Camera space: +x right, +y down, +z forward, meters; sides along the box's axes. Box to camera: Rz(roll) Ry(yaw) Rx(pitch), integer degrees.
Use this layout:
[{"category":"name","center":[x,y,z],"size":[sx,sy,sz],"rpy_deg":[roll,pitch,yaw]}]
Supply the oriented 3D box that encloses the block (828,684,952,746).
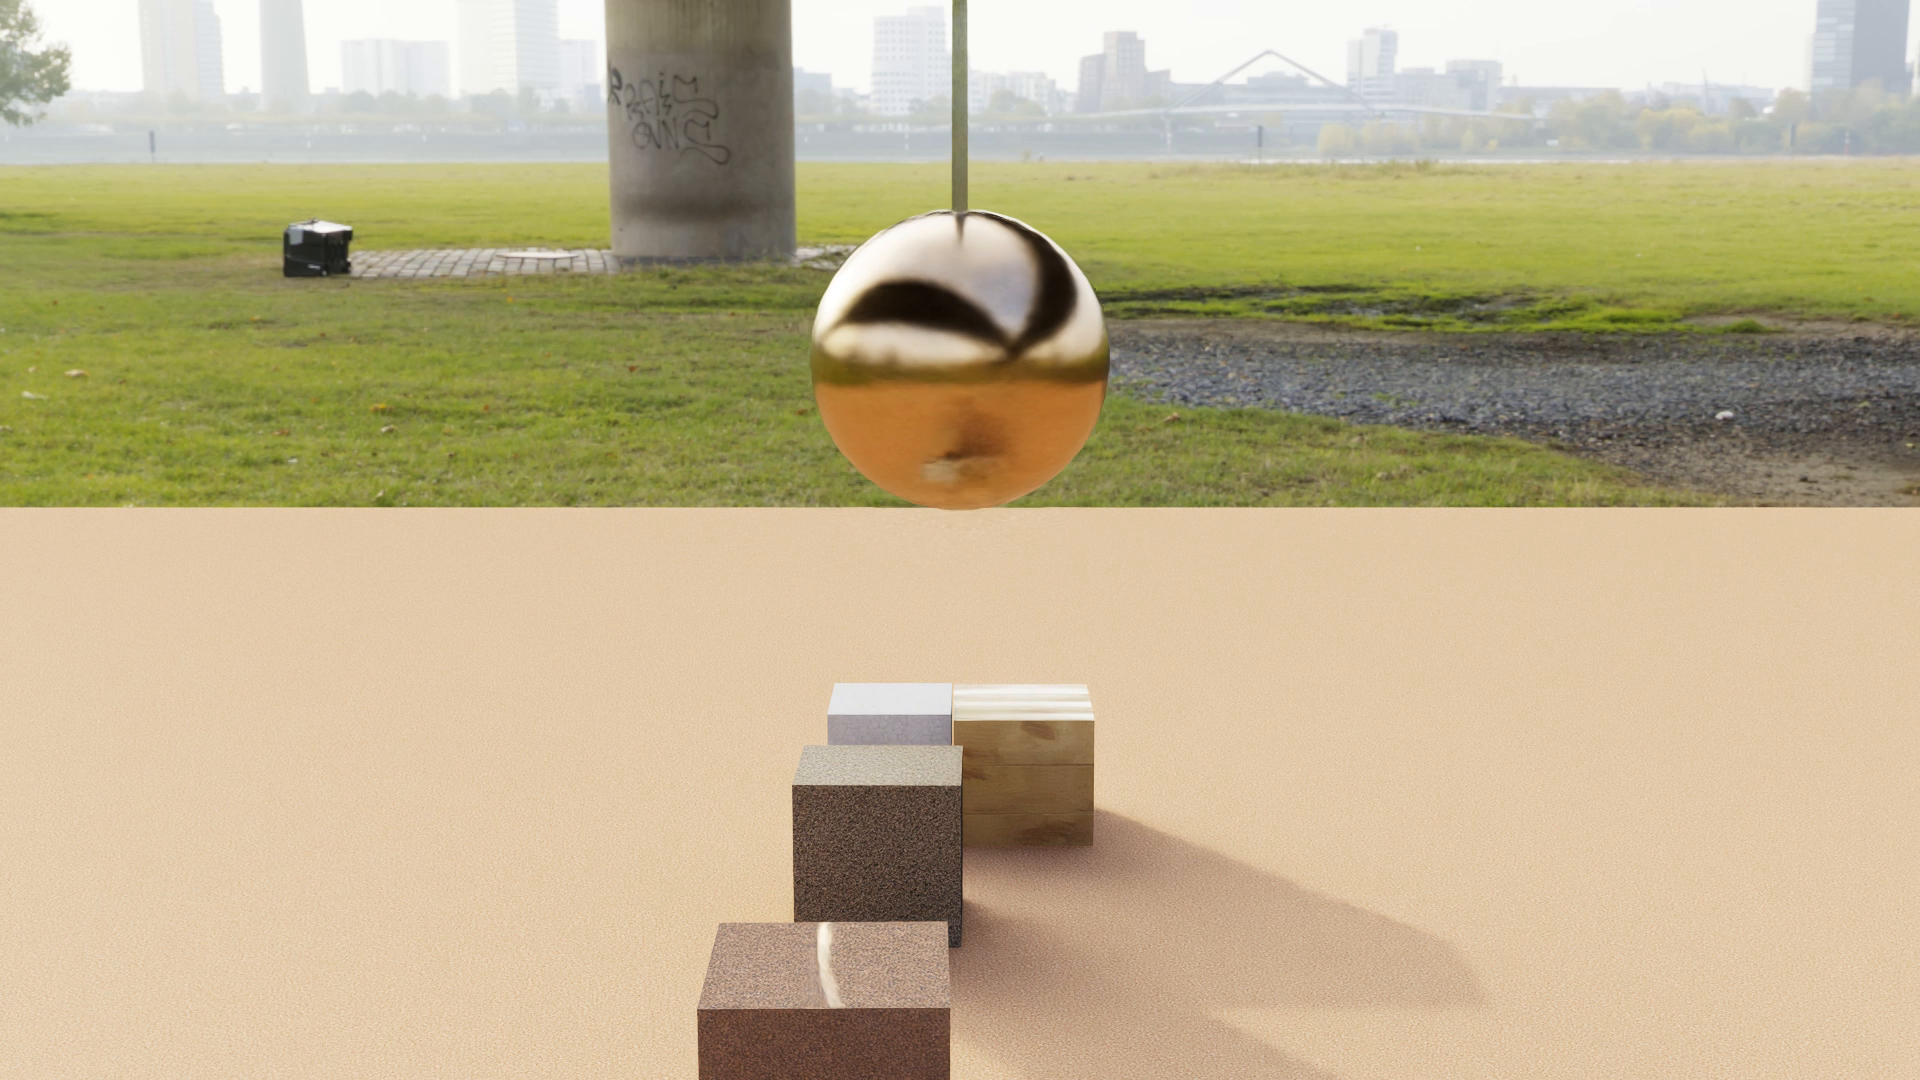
[{"category":"block","center":[-0.354,1.145,11.397],"size":[0.621,0.669,0.641],"rpy_deg":[0,10,0]}]

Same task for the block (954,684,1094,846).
[{"category":"block","center":[0.320,1.155,11.392],"size":[0.704,0.652,0.740],"rpy_deg":[0,10,0]}]

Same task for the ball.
[{"category":"ball","center":[0.000,-0.956,11.703],"size":[1.600,1.600,1.600],"rpy_deg":[0,10,0]}]

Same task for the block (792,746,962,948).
[{"category":"block","center":[-0.359,1.373,9.941],"size":[0.735,0.741,0.640],"rpy_deg":[0,10,1]}]

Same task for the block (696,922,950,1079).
[{"category":"block","center":[-0.451,1.807,7.634],"size":[0.826,0.713,0.806],"rpy_deg":[0,10,-1]}]

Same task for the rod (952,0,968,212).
[{"category":"rod","center":[0.000,-4.210,10.717],"size":[0.080,5.200,0.080],"rpy_deg":[0,17,0]}]
